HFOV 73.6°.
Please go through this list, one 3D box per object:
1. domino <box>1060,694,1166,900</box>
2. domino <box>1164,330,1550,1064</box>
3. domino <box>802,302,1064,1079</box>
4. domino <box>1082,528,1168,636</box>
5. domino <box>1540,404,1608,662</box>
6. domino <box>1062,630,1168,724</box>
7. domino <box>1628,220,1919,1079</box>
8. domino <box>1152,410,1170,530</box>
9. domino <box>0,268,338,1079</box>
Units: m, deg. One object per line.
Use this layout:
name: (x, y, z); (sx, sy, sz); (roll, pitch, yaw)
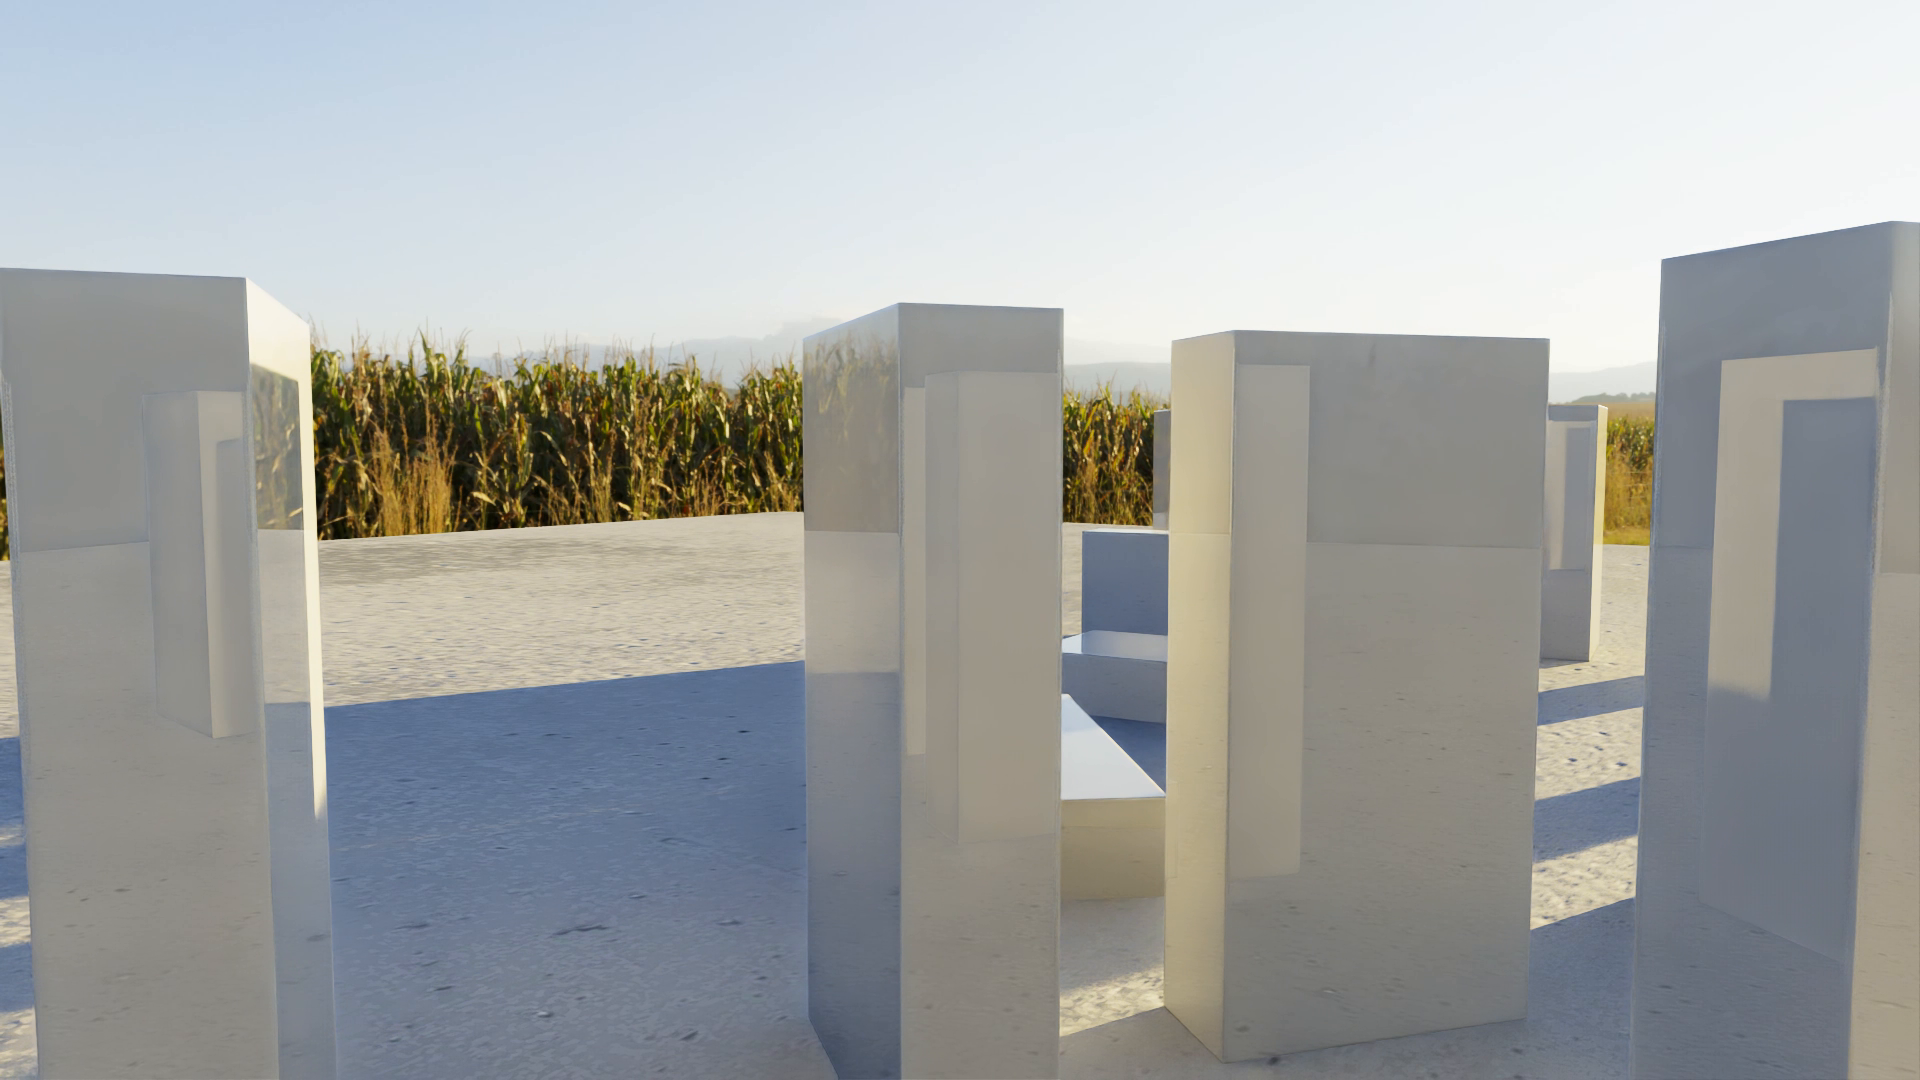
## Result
domino: (0.004, 0.027, 0.144); (0.025, 0.010, 0.050); (0, 4, -6)
domino: (0.029, 0.010, 0.094); (0.025, 0.050, 0.009); (-1, 4, -16)
domino: (-0.003, 0.011, 0.083); (0.010, 0.050, 0.025); (-1, 5, -19)
domino: (0.049, 0.011, 0.252); (0.050, 0.025, 0.010); (2, 5, 27)
domino: (0.125, -0.002, 0.262); (0.010, 0.050, 0.025); (3, 5, 30)
domino: (0.039, 0.022, 0.205); (0.050, 0.010, 0.025); (3, 5, 31)
domino: (0.042, 0.014, 0.053); (0.025, 0.050, 0.010); (-1, 4, -17)
domino: (0.050, -0.004, 0.285); (0.009, 0.050, 0.025); (0, 4, -2)
domino: (-0.041, 0.012, 0.070); (0.009, 0.050, 0.025); (-2, 5, -21)
